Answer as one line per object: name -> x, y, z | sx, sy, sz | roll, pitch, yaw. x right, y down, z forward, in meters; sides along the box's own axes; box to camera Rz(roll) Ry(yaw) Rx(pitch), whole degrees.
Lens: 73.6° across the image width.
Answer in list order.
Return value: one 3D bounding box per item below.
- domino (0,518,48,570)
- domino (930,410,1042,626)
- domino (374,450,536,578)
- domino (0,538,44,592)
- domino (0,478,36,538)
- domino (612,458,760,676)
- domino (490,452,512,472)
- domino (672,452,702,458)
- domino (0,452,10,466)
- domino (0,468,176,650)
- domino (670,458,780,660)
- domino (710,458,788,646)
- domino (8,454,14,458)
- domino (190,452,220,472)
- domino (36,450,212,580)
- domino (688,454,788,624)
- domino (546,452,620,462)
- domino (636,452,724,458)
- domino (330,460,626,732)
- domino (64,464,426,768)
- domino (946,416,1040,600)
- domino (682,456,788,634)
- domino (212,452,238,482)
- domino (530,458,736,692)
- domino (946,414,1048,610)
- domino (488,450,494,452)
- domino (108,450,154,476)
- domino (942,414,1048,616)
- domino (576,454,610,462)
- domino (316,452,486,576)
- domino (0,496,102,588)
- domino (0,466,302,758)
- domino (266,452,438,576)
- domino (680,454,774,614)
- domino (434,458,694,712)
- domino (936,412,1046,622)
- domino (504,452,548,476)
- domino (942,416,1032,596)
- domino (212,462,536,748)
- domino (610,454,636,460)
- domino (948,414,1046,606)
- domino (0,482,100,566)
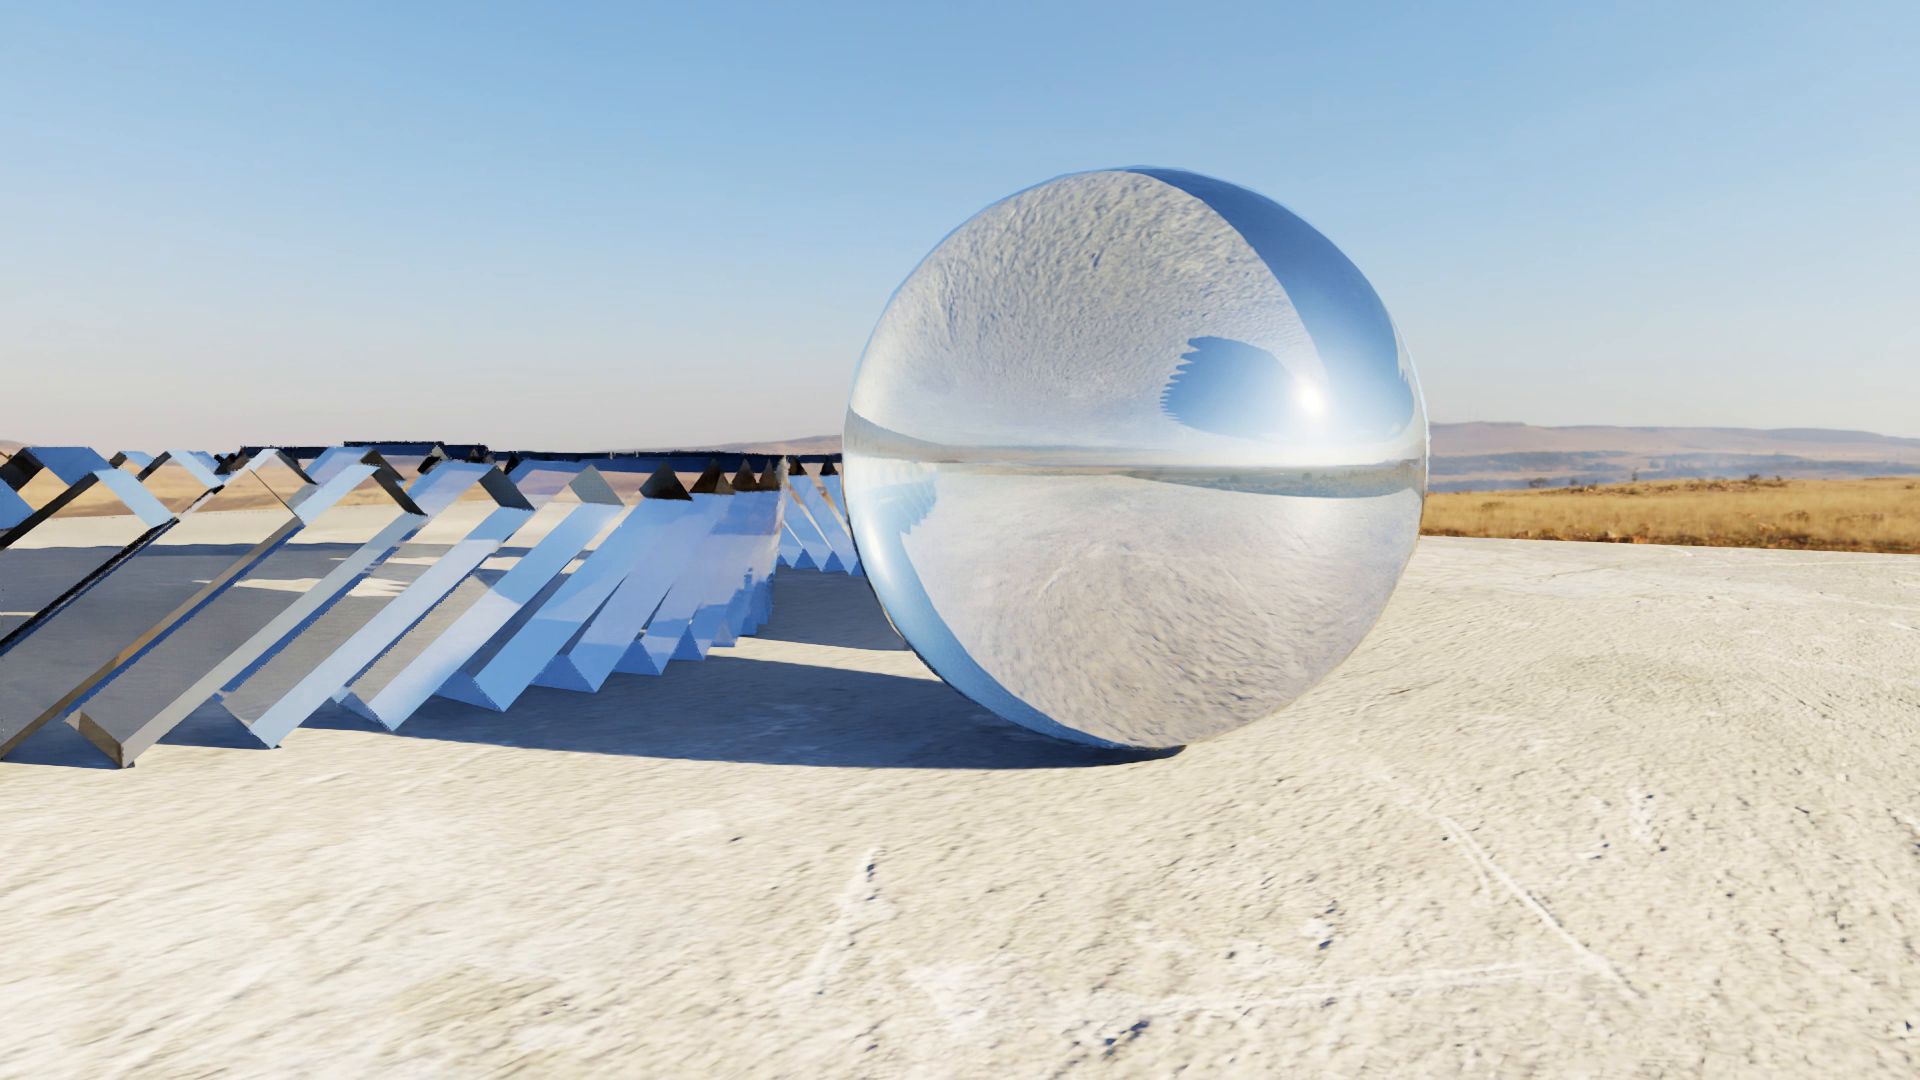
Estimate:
domino -> -0.334, -0.009, 0.428 | 0.025, 0.009, 0.050 | 4, -33, 43
domino -> 0.006, -0.005, 0.302 | 0.025, 0.050, 0.010 | 0, -16, 4
domino -> -0.167, -0.009, 0.424 | 0.050, 0.009, 0.025 | 43, 14, 10
domino -> -0.288, -0.004, 0.360 | 0.025, 0.010, 0.050 | 3, -36, 36
domino -> -0.143, 0.011, 0.159 | 0.050, 0.009, 0.025 | -42, 15, -11
domino -> -0.061, 0.004, 0.254 | 0.025, 0.009, 0.050 | 2, 45, 20
domino -> -0.135, -0.009, 0.416 | 0.050, 0.009, 0.025 | 48, 28, 24
domino -> -0.066, -0.004, 0.349 | 0.025, 0.010, 0.050 | 0, 45, -12
domino -> -0.270, -0.007, 0.387 | 0.025, 0.009, 0.050 | 5, -35, 50
domino -> -0.129, 0.011, 0.167 | 0.050, 0.010, 0.025 | -43, 20, -16
domino -> -0.058, 0.003, 0.270 | 0.025, 0.009, 0.050 | 1, 44, 16
domino -> -0.057, 0.001, 0.286 | 0.025, 0.009, 0.050 | 1, 44, 10
domino -> -0.313, -0.011, 0.453 | 0.050, 0.009, 0.025 | 43, -19, -27
domino -> -0.231, -0.009, 0.415 | 0.050, 0.009, 0.025 | 41, -5, -11
domino -> -0.259, -0.008, 0.400 | 0.050, 0.009, 0.025 | 44, -16, -23
domino -> -0.058, -0.001, 0.318 | 0.025, 0.009, 0.050 | 0, 44, 0
domino -> -0.108, -0.007, 0.398 | 0.025, 0.009, 0.050 | -4, 46, -44
domino -> -0.075, -0.005, 0.363 | 0.025, 0.009, 0.050 | -2, 46, -24
domino -> -0.081, 0.007, 0.209 | 0.025, 0.009, 0.050 | 6, 47, 47
domino -> -0.103, 0.009, 0.186 | 0.050, 0.009, 0.025 | -46, 27, -22
domino -> 0.009, -0.009, 0.352 | 0.025, 0.050, 0.009 | 0, -16, 4
domino -> -0.057, 0.000, 0.302 | 0.025, 0.009, 0.050 | 0, 44, 4
domino -> -0.215, -0.009, 0.420 | 0.050, 0.010, 0.025 | 41, -1, -7
domino -> -0.065, 0.005, 0.238 | 0.025, 0.010, 0.050 | 2, 46, 29
domino -> 0.010, -0.007, 0.332 | 0.025, 0.050, 0.009 | 0, -16, 4
domino -> -0.151, -0.009, 0.421 | 0.050, 0.010, 0.025 | 45, 21, 17
domino -> -0.246, -0.008, 0.409 | 0.050, 0.010, 0.025 | 42, -9, -16
domino -> 0.009, -0.007, 0.322 | 0.025, 0.050, 0.009 | 0, -16, 4
domino -> -0.096, -0.006, 0.387 | 0.025, 0.010, 0.050 | -3, 46, -38
domino -> -0.184, -0.009, 0.424 | 0.050, 0.010, 0.025 | 41, 7, 2
domino -> -0.280, -0.005, 0.374 | 0.025, 0.009, 0.050 | 4, -35, 42
domino -> -0.116, 0.010, 0.176 | 0.050, 0.009, 0.025 | -45, 24, -20
domino -> -0.200, -0.009, 0.423 | 0.050, 0.009, 0.025 | 41, 4, -2
domino -> -0.061, -0.002, 0.333 | 0.025, 0.009, 0.050 | 0, 45, -7
domino -> -0.072, 0.006, 0.222 | 0.025, 0.009, 0.050 | 4, 46, 40
domino -> 0.008, -0.006, 0.312 | 0.025, 0.050, 0.009 | 0, -16, 4
domino -> -0.122, -0.008, 0.407 | 0.025, 0.010, 0.050 | -4, 47, -50
domino -> 0.008, -0.010, 0.363 | 0.025, 0.050, 0.010 | 0, -16, 3
domino -> -0.091, 0.008, 0.197 | 0.025, 0.009, 0.050 | 6, 47, 50
domino -> -0.085, -0.005, 0.376 | 0.025, 0.009, 0.050 | -3, 46, -31
domino -> 0.010, -0.008, 0.342 | 0.025, 0.050, 0.010 | 0, -16, 4
domino -> -0.324, -0.010, 0.440 | 0.025, 0.009, 0.050 | 5, -34, 47
